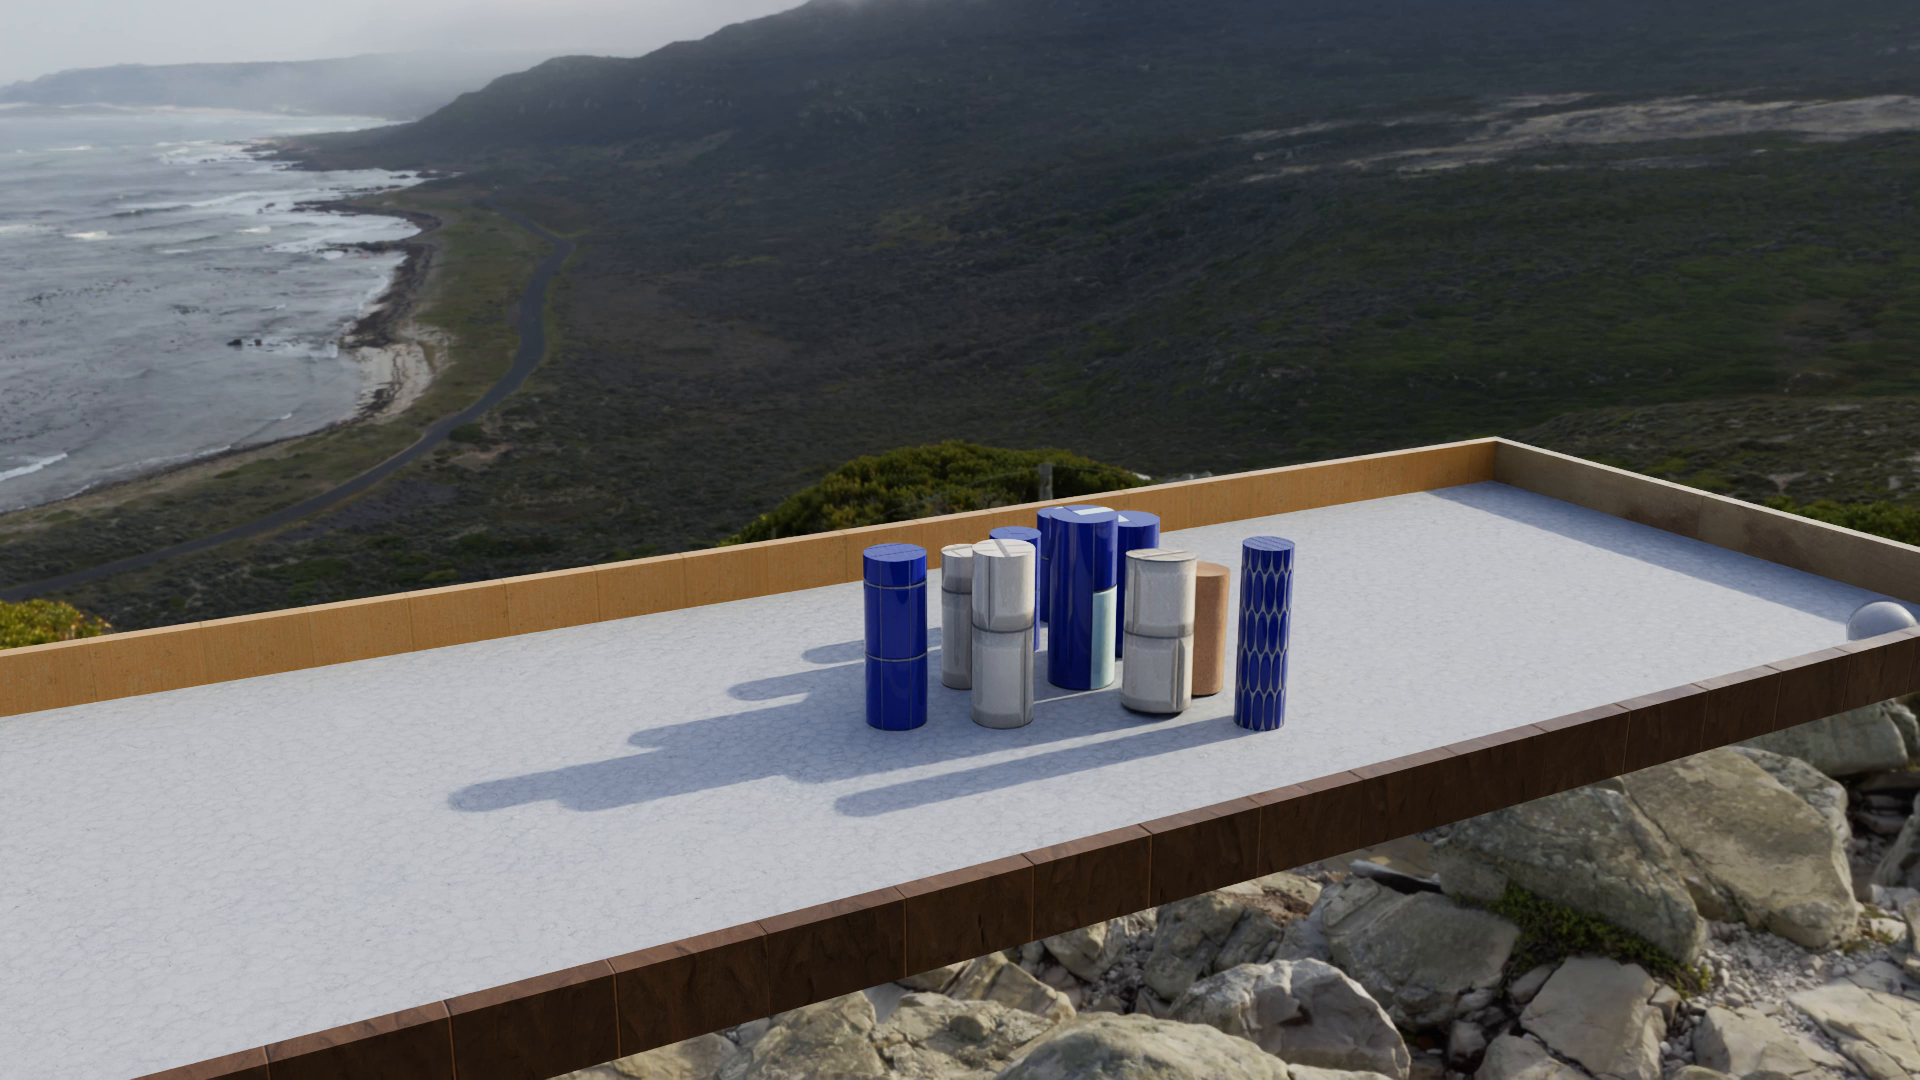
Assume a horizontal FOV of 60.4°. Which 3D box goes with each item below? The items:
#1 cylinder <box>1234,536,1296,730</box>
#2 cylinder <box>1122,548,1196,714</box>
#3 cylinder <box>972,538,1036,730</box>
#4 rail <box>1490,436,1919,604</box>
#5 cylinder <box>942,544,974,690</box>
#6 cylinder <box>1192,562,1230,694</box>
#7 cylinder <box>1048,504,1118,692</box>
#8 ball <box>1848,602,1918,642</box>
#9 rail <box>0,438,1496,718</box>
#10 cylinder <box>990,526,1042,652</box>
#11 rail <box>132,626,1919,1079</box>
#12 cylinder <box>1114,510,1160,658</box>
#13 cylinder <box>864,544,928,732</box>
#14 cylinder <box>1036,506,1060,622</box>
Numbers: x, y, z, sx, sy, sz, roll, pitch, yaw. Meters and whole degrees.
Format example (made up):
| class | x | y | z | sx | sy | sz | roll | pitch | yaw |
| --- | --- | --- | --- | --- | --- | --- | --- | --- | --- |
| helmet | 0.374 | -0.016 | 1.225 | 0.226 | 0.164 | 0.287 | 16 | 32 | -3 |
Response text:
| class | x | y | z | sx | sy | sz | roll | pitch | yaw |
| --- | --- | --- | --- | --- | --- | --- | --- | --- | --- |
| cylinder | 0.707 | 0.218 | 3.836 | 0.119 | 0.438 | 0.119 | 0 | 16 | 0 |
| cylinder | 0.475 | 0.214 | 3.946 | 0.167 | 0.366 | 0.167 | 1 | 10 | 0 |
| cylinder | 0.101 | 0.220 | 3.859 | 0.146 | 0.421 | 0.146 | 0 | 16 | 0 |
| rail | 2.466 | -0.048 | 5.253 | 0.050 | 0.150 | 2.100 | -9 | 18 | -27 |
| cylinder | 0.011 | 0.191 | 4.093 | 0.114 | 0.345 | 0.114 | 0 | 16 | 0 |
| cylinder | 0.584 | 0.216 | 4.073 | 0.147 | 0.300 | 0.147 | 1 | 13 | 0 |
| cylinder | 0.304 | 0.143 | 4.102 | 0.169 | 0.432 | 0.169 | 0 | 16 | 0 |
| ball | 2.381 | 0.239 | 4.254 | 0.162 | 0.162 | 0.162 | 0 | 16 | 0 |
| rail | -3.305 | 0.497 | 3.399 | 12.000 | 0.150 | 0.050 | -9 | 18 | -27 |
| cylinder | 0.145 | 0.132 | 4.350 | 0.136 | 0.313 | 0.136 | 0 | 16 | 0 |
| rail | -2.336 | 1.006 | 1.665 | 12.000 | 0.150 | 0.050 | -9 | 18 | -27 |
| cylinder | 0.440 | 0.115 | 4.329 | 0.158 | 0.357 | 0.158 | 0 | 16 | 0 |
| cylinder | -0.150 | 0.226 | 3.850 | 0.147 | 0.414 | 0.147 | 0 | 16 | 0 |
| cylinder | 0.280 | 0.069 | 4.584 | 0.136 | 0.301 | 0.136 | 0 | 16 | 0 |
